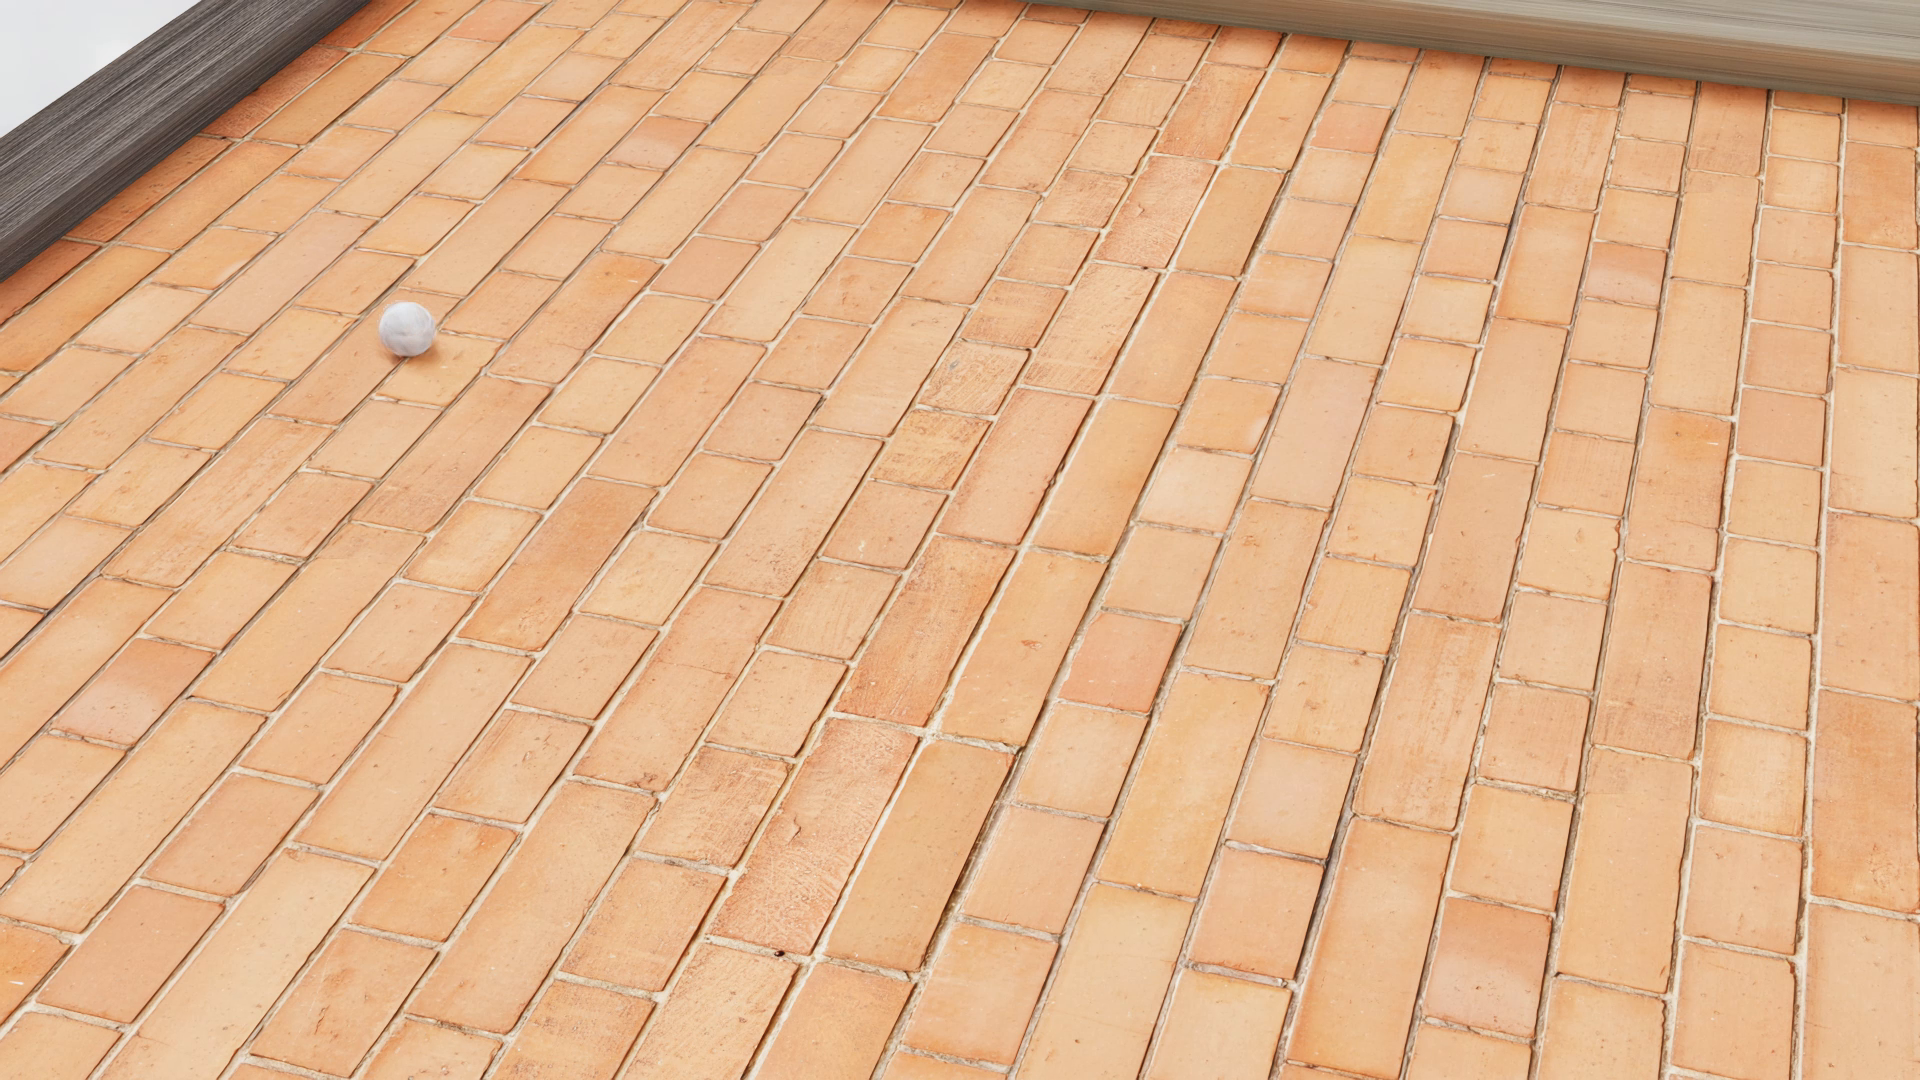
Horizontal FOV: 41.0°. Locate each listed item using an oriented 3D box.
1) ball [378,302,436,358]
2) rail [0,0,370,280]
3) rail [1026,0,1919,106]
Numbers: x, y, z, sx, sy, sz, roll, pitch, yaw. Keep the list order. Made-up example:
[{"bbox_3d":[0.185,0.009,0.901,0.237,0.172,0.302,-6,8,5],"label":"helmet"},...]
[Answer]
[{"bbox_3d":[-0.498,-0.190,2.313,0.050,0.050,0.050,0,34,0],"label":"ball"},{"bbox_3d":[-0.946,-0.197,2.250,0.045,0.129,2.299,10,35,14],"label":"rail"},{"bbox_3d":[1.300,-0.466,2.654,4.055,0.129,0.045,10,35,14],"label":"rail"}]
